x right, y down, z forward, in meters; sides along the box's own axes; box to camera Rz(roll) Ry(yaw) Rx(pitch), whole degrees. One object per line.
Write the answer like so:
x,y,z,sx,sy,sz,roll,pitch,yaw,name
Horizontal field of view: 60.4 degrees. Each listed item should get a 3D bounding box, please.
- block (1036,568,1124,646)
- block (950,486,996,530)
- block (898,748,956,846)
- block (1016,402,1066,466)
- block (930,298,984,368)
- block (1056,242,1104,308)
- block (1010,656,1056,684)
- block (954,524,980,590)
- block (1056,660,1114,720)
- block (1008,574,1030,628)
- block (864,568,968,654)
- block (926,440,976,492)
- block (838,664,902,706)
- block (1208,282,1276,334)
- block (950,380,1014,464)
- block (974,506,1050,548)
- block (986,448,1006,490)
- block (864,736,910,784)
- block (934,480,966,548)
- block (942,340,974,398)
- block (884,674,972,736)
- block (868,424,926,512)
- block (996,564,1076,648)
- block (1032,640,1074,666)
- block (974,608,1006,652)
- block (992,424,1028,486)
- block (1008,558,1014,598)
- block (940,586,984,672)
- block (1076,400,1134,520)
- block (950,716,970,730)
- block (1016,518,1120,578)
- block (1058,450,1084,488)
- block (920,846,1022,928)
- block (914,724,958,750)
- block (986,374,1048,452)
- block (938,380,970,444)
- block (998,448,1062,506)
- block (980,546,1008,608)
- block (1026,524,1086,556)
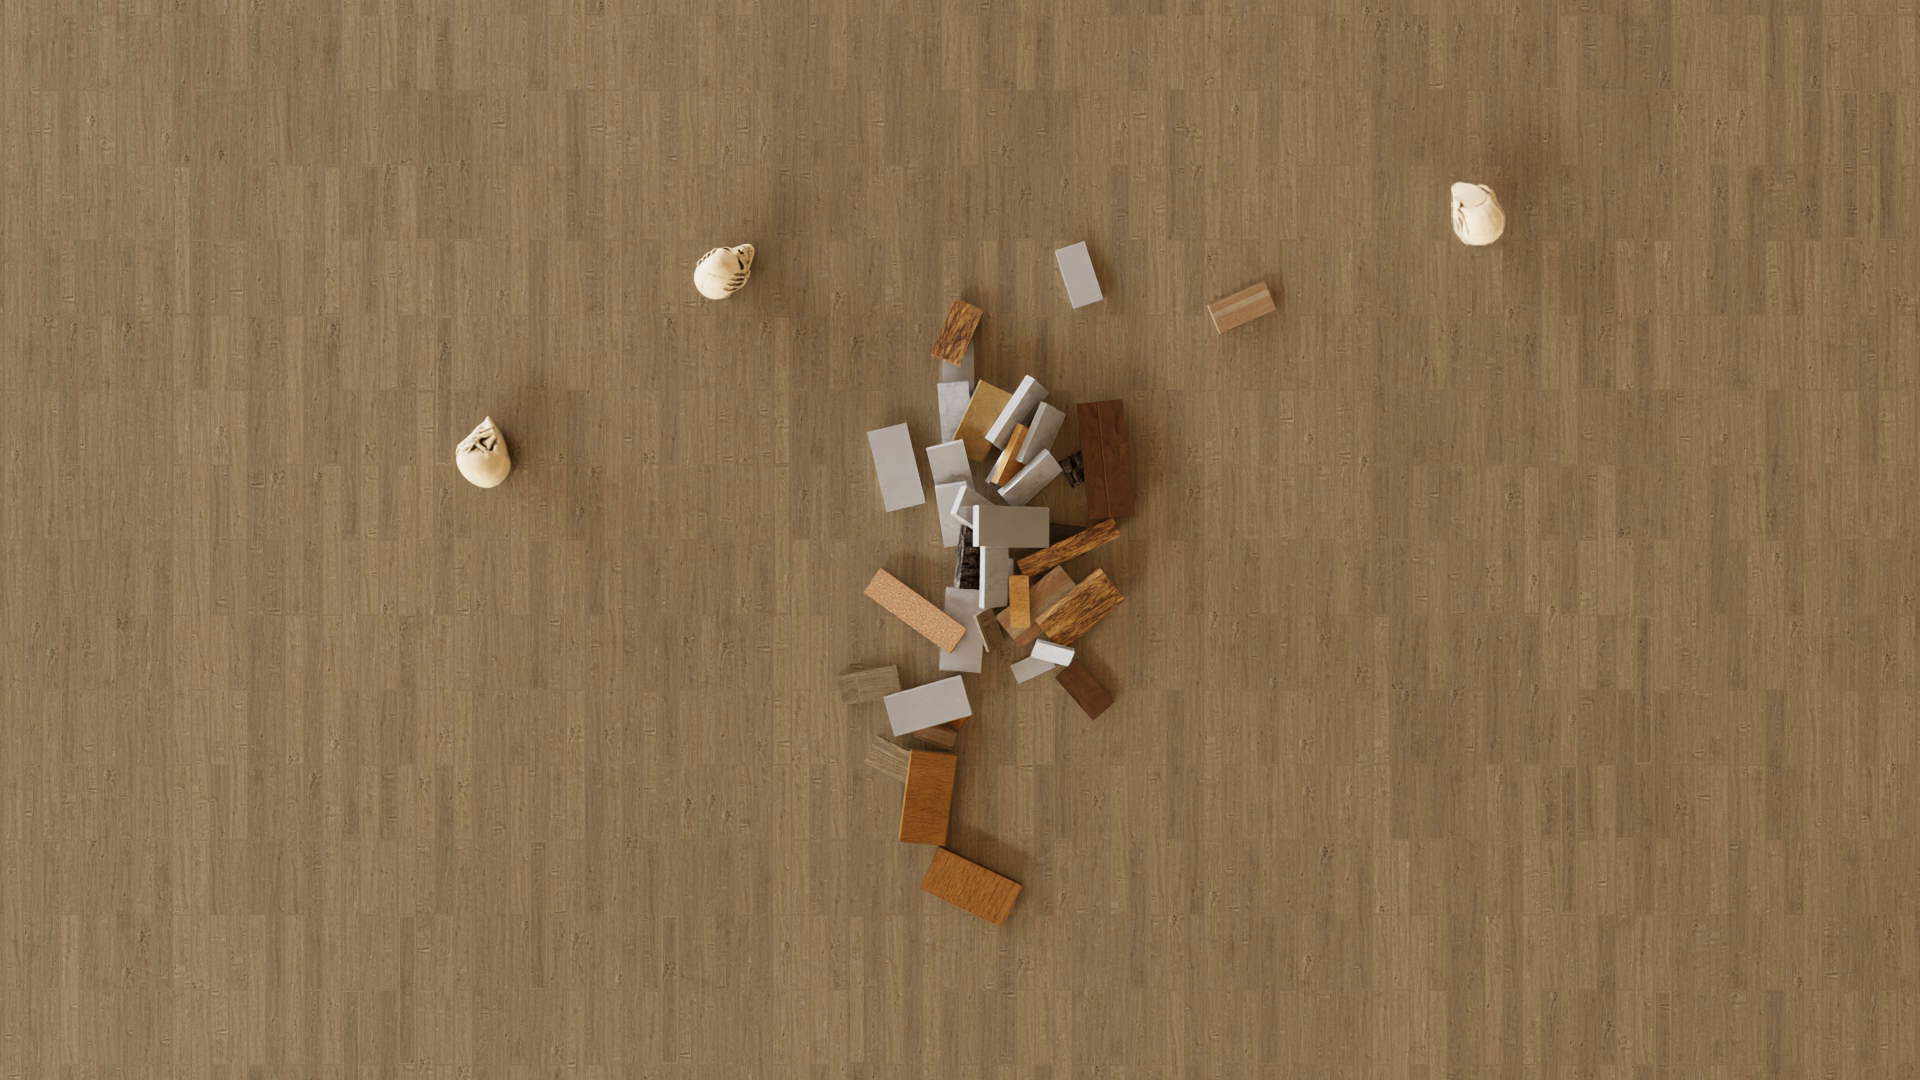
0.397,0.231,5.451,0.275,0.039,0.137,-39,117,0,block
0.068,-0.082,5.414,0.210,0.030,0.105,34,68,-34,block
-0.107,0.852,5.457,0.152,0.043,0.303,7,93,-10,block
0.267,-0.340,5.452,0.030,0.105,0.211,24,90,44,block
-0.009,-0.686,5.460,0.103,0.029,0.206,22,78,5,block
0.396,-0.881,5.486,0.101,0.029,0.202,-18,90,0,block
0.241,0.420,5.491,0.134,0.019,0.067,-25,90,0,block
0.040,0.057,5.447,0.105,0.030,0.210,3,96,-39,block
0.415,0.498,5.487,0.095,0.027,0.190,-42,90,0,block
0.197,0.203,5.452,0.065,0.018,0.174,-2,90,0,block
-0.147,0.234,5.460,0.352,0.028,0.100,35,94,7,block
-0.022,-0.198,5.444,0.124,0.035,0.248,-14,109,0,block
-0.300,0.482,5.486,0.200,0.028,0.100,-11,90,0,block
0.937,-0.772,5.486,0.202,0.029,0.101,-23,90,0,block
0.071,-0.391,5.442,0.124,0.035,0.247,24,97,-12,block
0.169,-0.043,5.394,0.266,0.038,0.133,1,88,-28,block
0.140,-0.237,5.468,0.018,0.065,0.131,32,90,37,block
-0.208,0.739,5.486,0.200,0.028,0.100,27,90,0,block
-0.016,-0.085,5.446,0.105,0.030,0.210,-9,111,-2,block
-0.005,-0.563,5.485,0.103,0.029,0.206,0,90,0,block
-0.106,0.548,5.457,0.265,0.038,0.133,-16,94,0,block
-0.210,-0.240,5.481,0.133,0.038,0.273,-14,90,0,block
0.265,0.221,5.481,0.275,0.039,0.137,-39,90,0,block
0.307,0.372,5.455,0.130,0.018,0.065,15,123,-9,block
0.096,0.296,5.460,0.067,0.019,0.134,-28,107,-27,block
0.188,-0.269,5.452,0.030,0.105,0.211,24,90,44,block
0.146,0.128,5.491,0.066,0.019,0.132,-2,90,0,block
0.011,0.298,5.481,0.137,0.039,0.275,5,90,0,block
0.480,-0.266,5.450,0.152,0.043,0.383,-6,90,0,block
-0.034,0.568,5.490,0.134,0.019,0.067,36,90,0,block
0.359,0.028,5.462,0.349,0.019,0.066,-25,94,2,block
0.440,-0.263,5.486,0.202,0.029,0.101,-28,90,0,block
0.036,1.149,5.479,0.303,0.043,0.152,25,90,0,block
-0.081,0.645,5.491,0.132,0.019,0.066,20,90,0,block
0.189,-0.412,5.438,0.035,0.124,0.248,34,90,31,block
-0.015,-0.420,5.464,0.103,0.029,0.206,-5,102,0,block
0.233,-0.196,5.452,0.211,0.105,0.030,-42,46,0,block
0.112,0.090,5.427,0.095,0.027,0.264,-5,101,-34,block
0.321,-0.006,5.487,0.190,0.027,0.095,6,90,0,block
